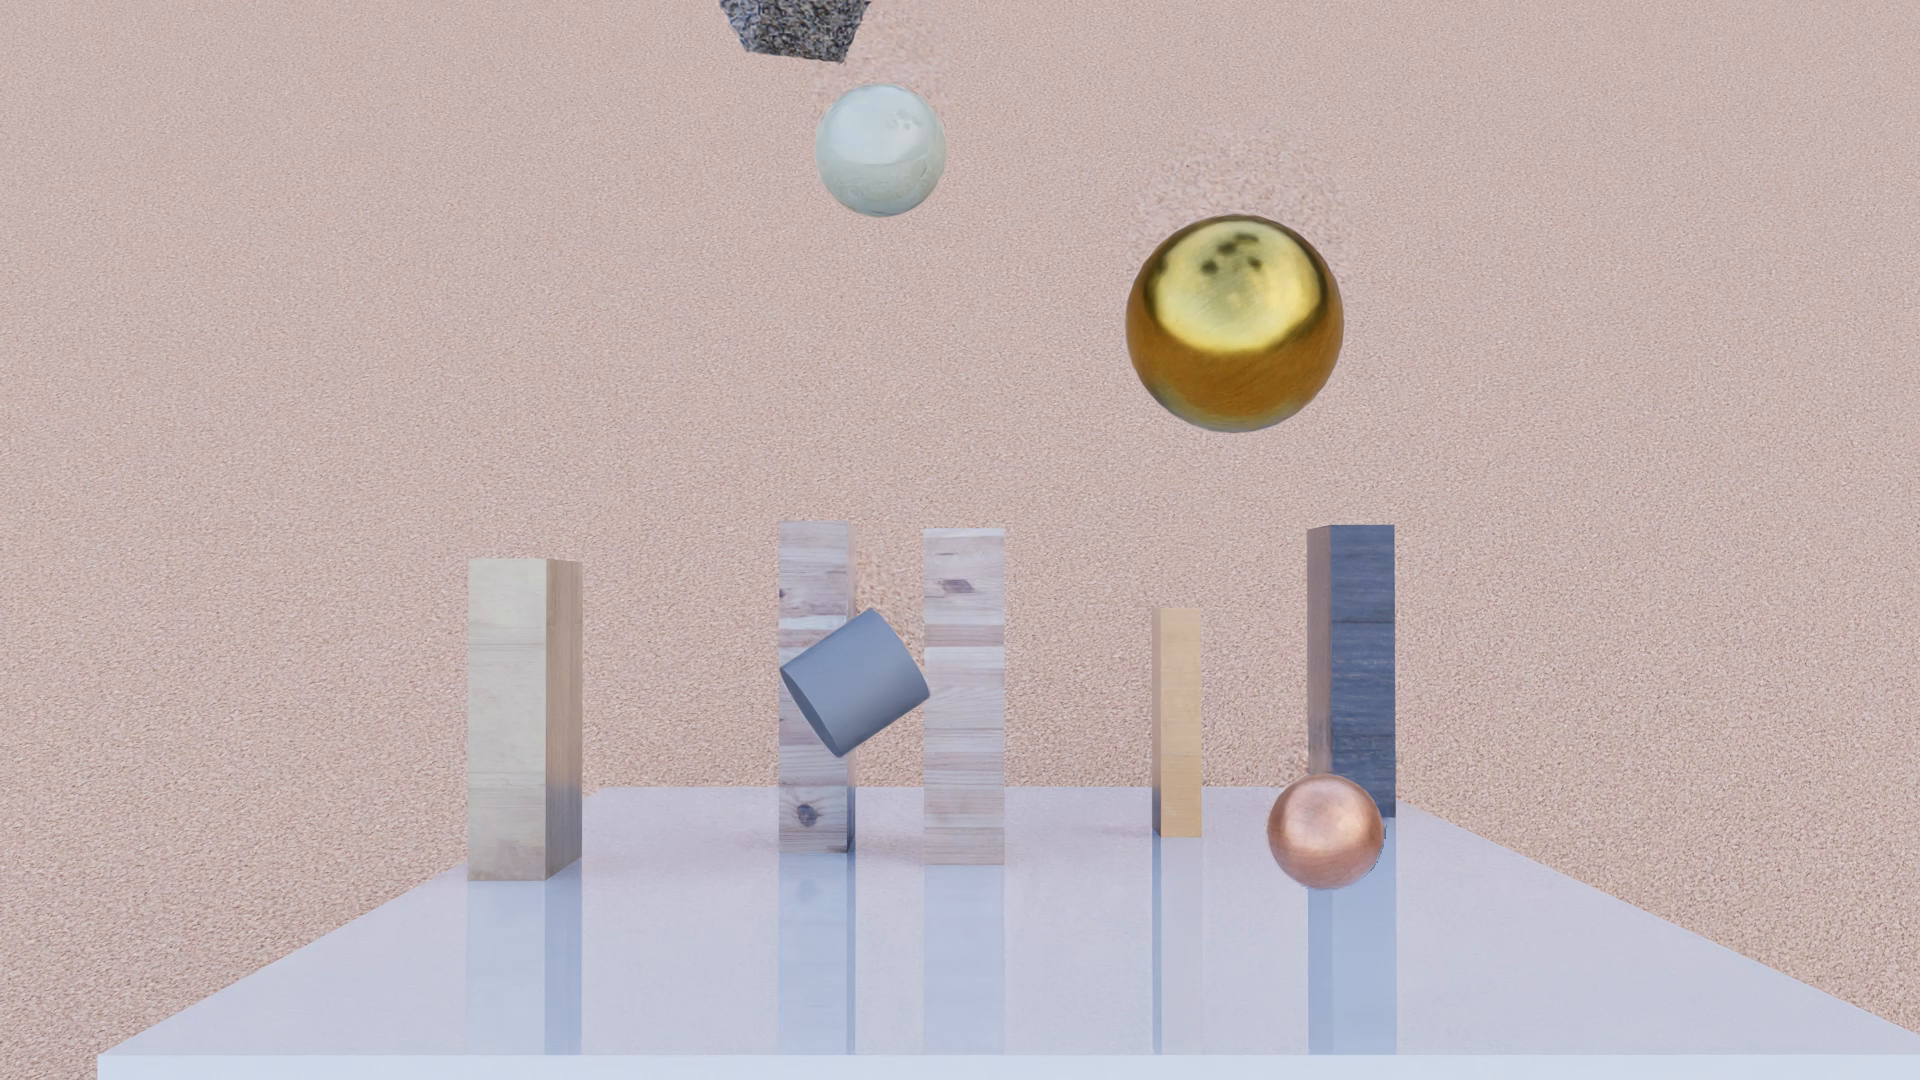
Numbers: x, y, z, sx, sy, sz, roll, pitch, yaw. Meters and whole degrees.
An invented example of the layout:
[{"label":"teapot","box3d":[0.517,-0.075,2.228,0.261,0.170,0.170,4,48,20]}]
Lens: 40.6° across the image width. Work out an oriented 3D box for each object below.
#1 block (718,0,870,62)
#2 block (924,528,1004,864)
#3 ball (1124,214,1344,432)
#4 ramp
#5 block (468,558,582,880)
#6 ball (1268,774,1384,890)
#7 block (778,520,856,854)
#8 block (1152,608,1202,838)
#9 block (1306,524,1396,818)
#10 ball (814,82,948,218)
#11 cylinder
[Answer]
[{"label":"block","box3d":[-0.164,-0.557,2.578,0.109,0.109,0.109,0,45,-33]},{"label":"block","box3d":[0.007,0.293,4.986,0.149,0.620,0.396,0,-1,0]},{"label":"ball","box3d":[0.257,-0.203,2.430,0.205,0.205,0.205,0,34,0]},{"label":"ramp","box3d":[0.075,0.649,4.781,2.000,0.100,4.000,0,-1,0]},{"label":"block","box3d":[-0.789,0.318,4.737,0.135,0.560,0.441,0,-1,0]},{"label":"ball","box3d":[0.438,0.350,3.112,0.138,0.138,0.138,0,34,0]},{"label":"block","box3d":[-0.284,0.288,5.219,0.131,0.641,0.418,0,-1,0]},{"label":"block","box3d":[0.455,0.379,5.462,0.084,0.471,0.248,0,-1,0]},{"label":"block","box3d":[0.906,0.299,6.030,0.143,0.657,0.406,0,-1,0]},{"label":"ball","box3d":[-0.077,-0.377,2.509,0.129,0.129,0.129,0,34,0]},{"label":"cylinder","box3d":[-0.127,0.172,3.122,0.130,0.130,0.130,-34,42,-11]}]
